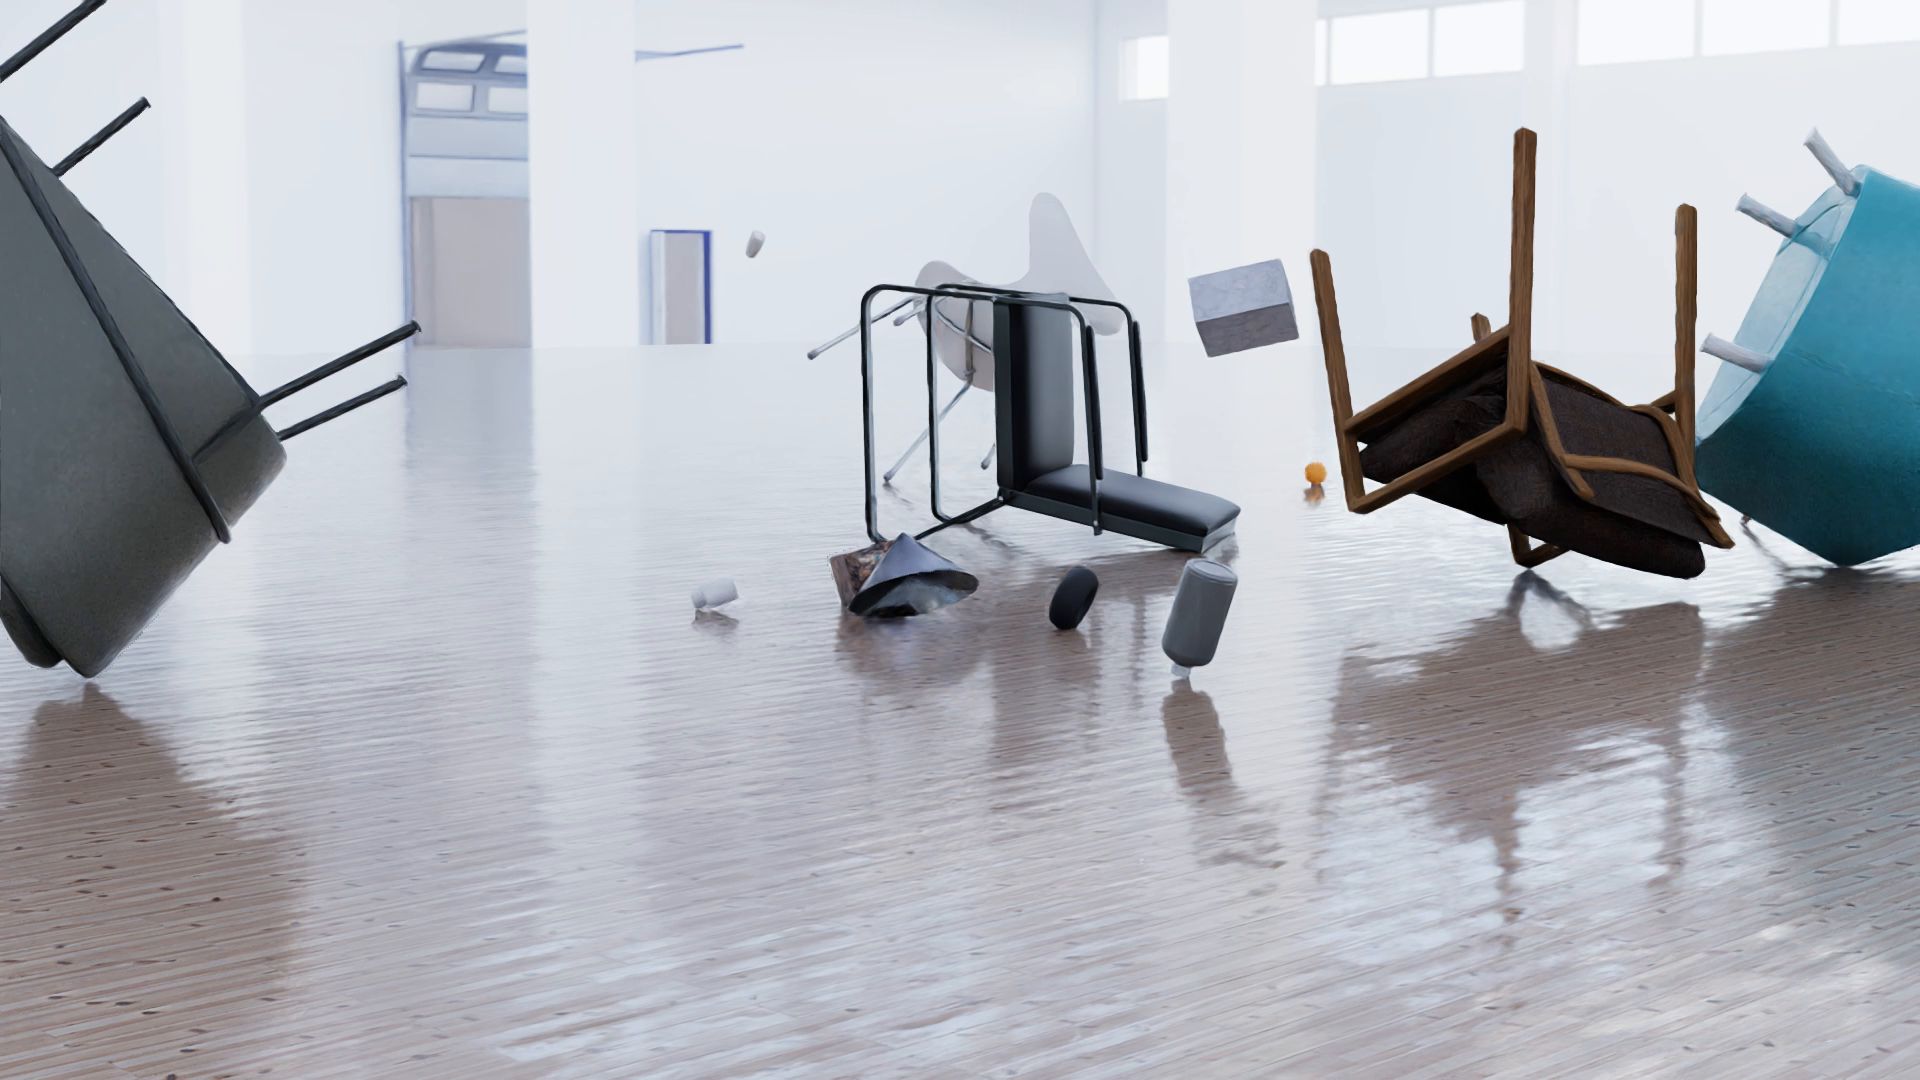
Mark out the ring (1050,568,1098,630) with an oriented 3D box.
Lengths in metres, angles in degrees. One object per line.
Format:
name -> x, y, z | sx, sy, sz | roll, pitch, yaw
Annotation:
ring -> 0.212, 0.109, 4.796 | 0.055, 0.124, 0.137 | 28, 7, 12

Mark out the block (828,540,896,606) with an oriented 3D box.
block -> -0.177, 0.065, 5.098 | 0.122, 0.101, 0.097 | -16, 2, -21

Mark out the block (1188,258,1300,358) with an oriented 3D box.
block -> 0.618, -0.503, 5.576 | 0.205, 0.110, 0.177 | -12, -24, 11

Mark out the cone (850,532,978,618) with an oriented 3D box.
cone -> -0.099, 0.044, 4.861 | 0.250, 0.131, 0.236 | -17, -21, 15
